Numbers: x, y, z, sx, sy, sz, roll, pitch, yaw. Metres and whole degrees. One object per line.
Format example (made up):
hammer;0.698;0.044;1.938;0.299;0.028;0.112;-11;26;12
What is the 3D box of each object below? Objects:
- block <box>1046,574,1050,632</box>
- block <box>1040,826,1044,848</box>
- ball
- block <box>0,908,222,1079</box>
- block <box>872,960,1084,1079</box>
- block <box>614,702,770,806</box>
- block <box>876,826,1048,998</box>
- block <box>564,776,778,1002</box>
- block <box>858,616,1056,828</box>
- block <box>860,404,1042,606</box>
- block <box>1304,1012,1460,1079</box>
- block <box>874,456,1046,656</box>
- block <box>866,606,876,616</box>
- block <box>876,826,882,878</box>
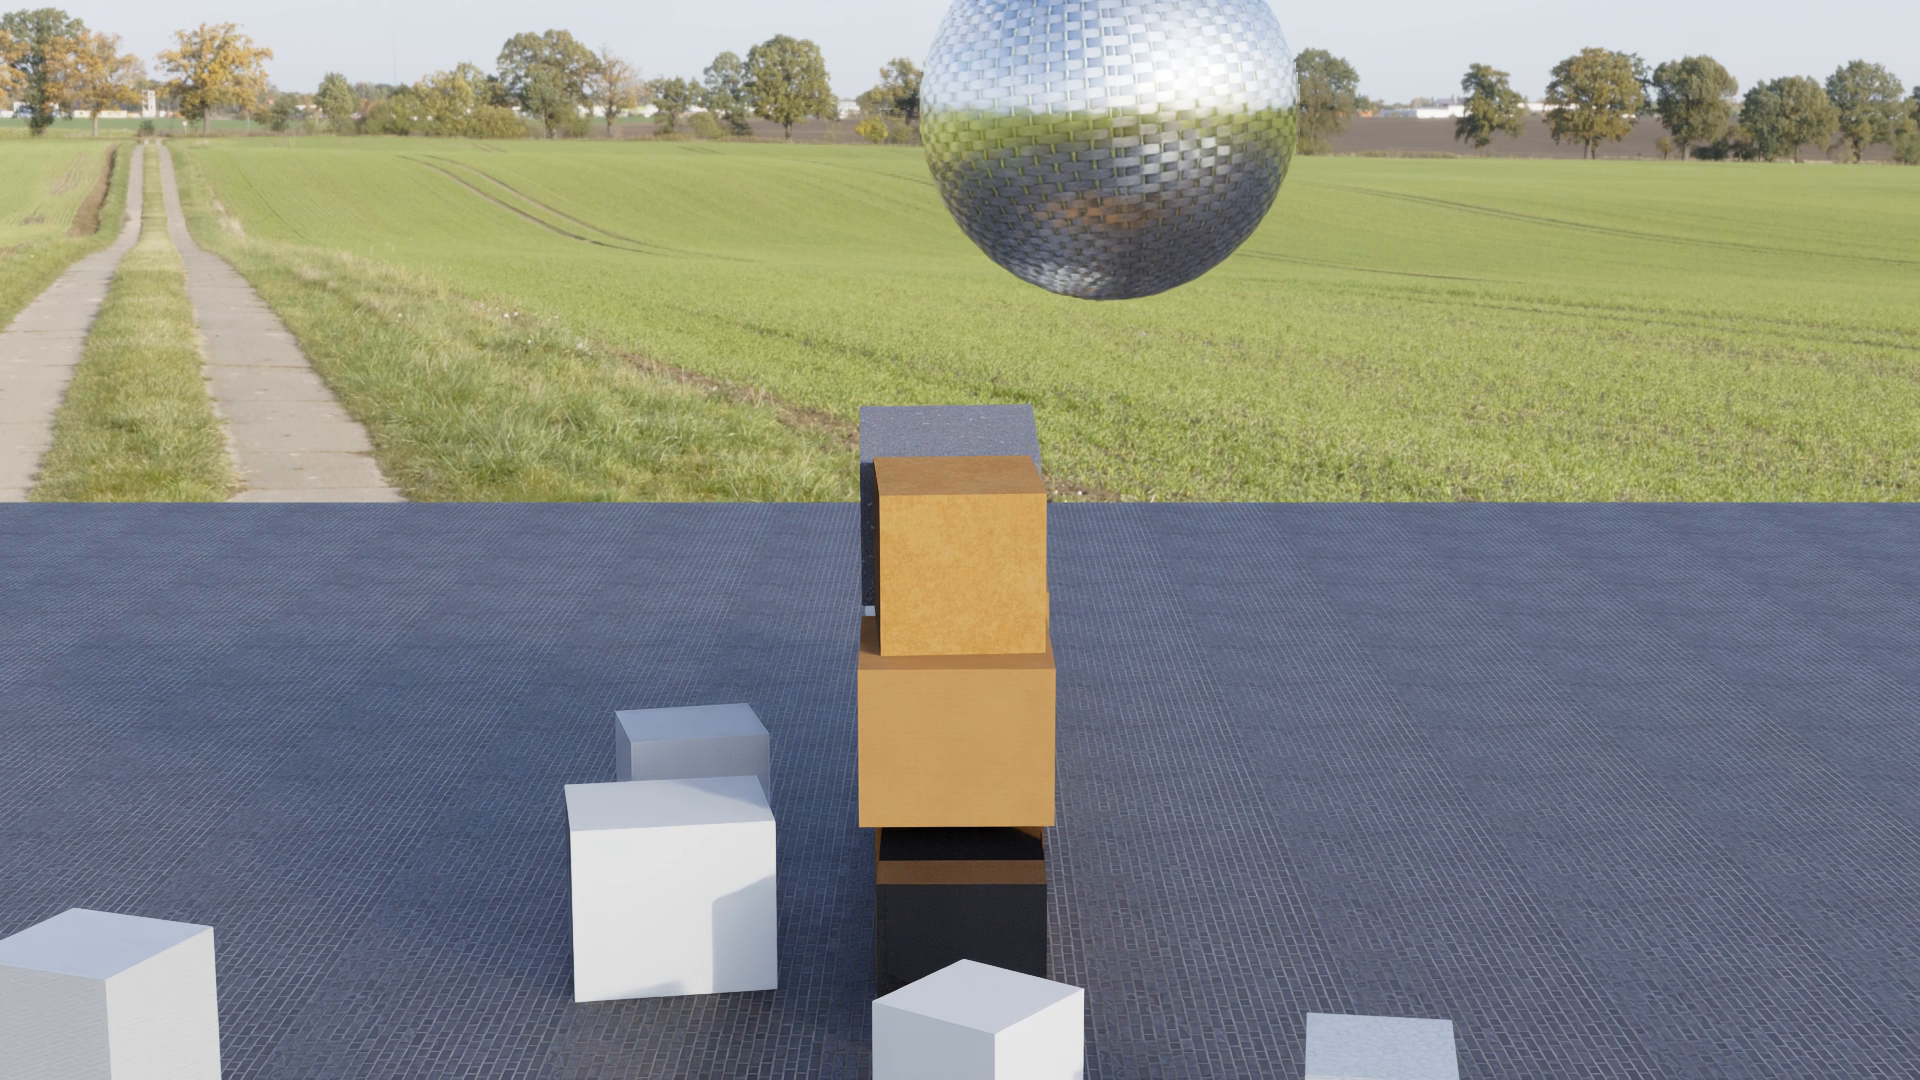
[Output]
block;0.111;0.560;14.542;0.765;0.695;0.794;0;10;0
block;0.000;1.000;11.730;0.744;0.836;0.759;0;10;0
ball;0.626;-1.814;10.851;1.600;1.600;1.600;0;10;0
block;-2.905;1.661;8.615;0.578;0.649;0.558;4;11;20
block;0.062;1.751;8.494;0.493;0.515;0.508;7;13;36
block;-1.235;1.117;11.819;0.625;0.573;0.592;-3;11;-14
block;0.006;1.483;9.625;0.612;0.638;0.740;0;10;0
block;-1.153;1.366;10.159;0.779;0.678;0.663;-2;10;-10
block;-0.018;0.692;9.963;0.736;0.619;0.740;0;14;-1
block;-0.049;-0.152;10.660;0.726;0.630;0.632;-1;24;-2
block;1.314;1.833;8.059;0.462;0.510;0.527;1;10;8
block;-0.010;0.050;9.973;0.625;0.621;0.681;-1;14;-4
block;-0.031;0.113;12.130;0.798;0.836;0.735;0;-19;0
block;-0.007;1.308;10.352;0.643;0.722;0.708;0;10;0
